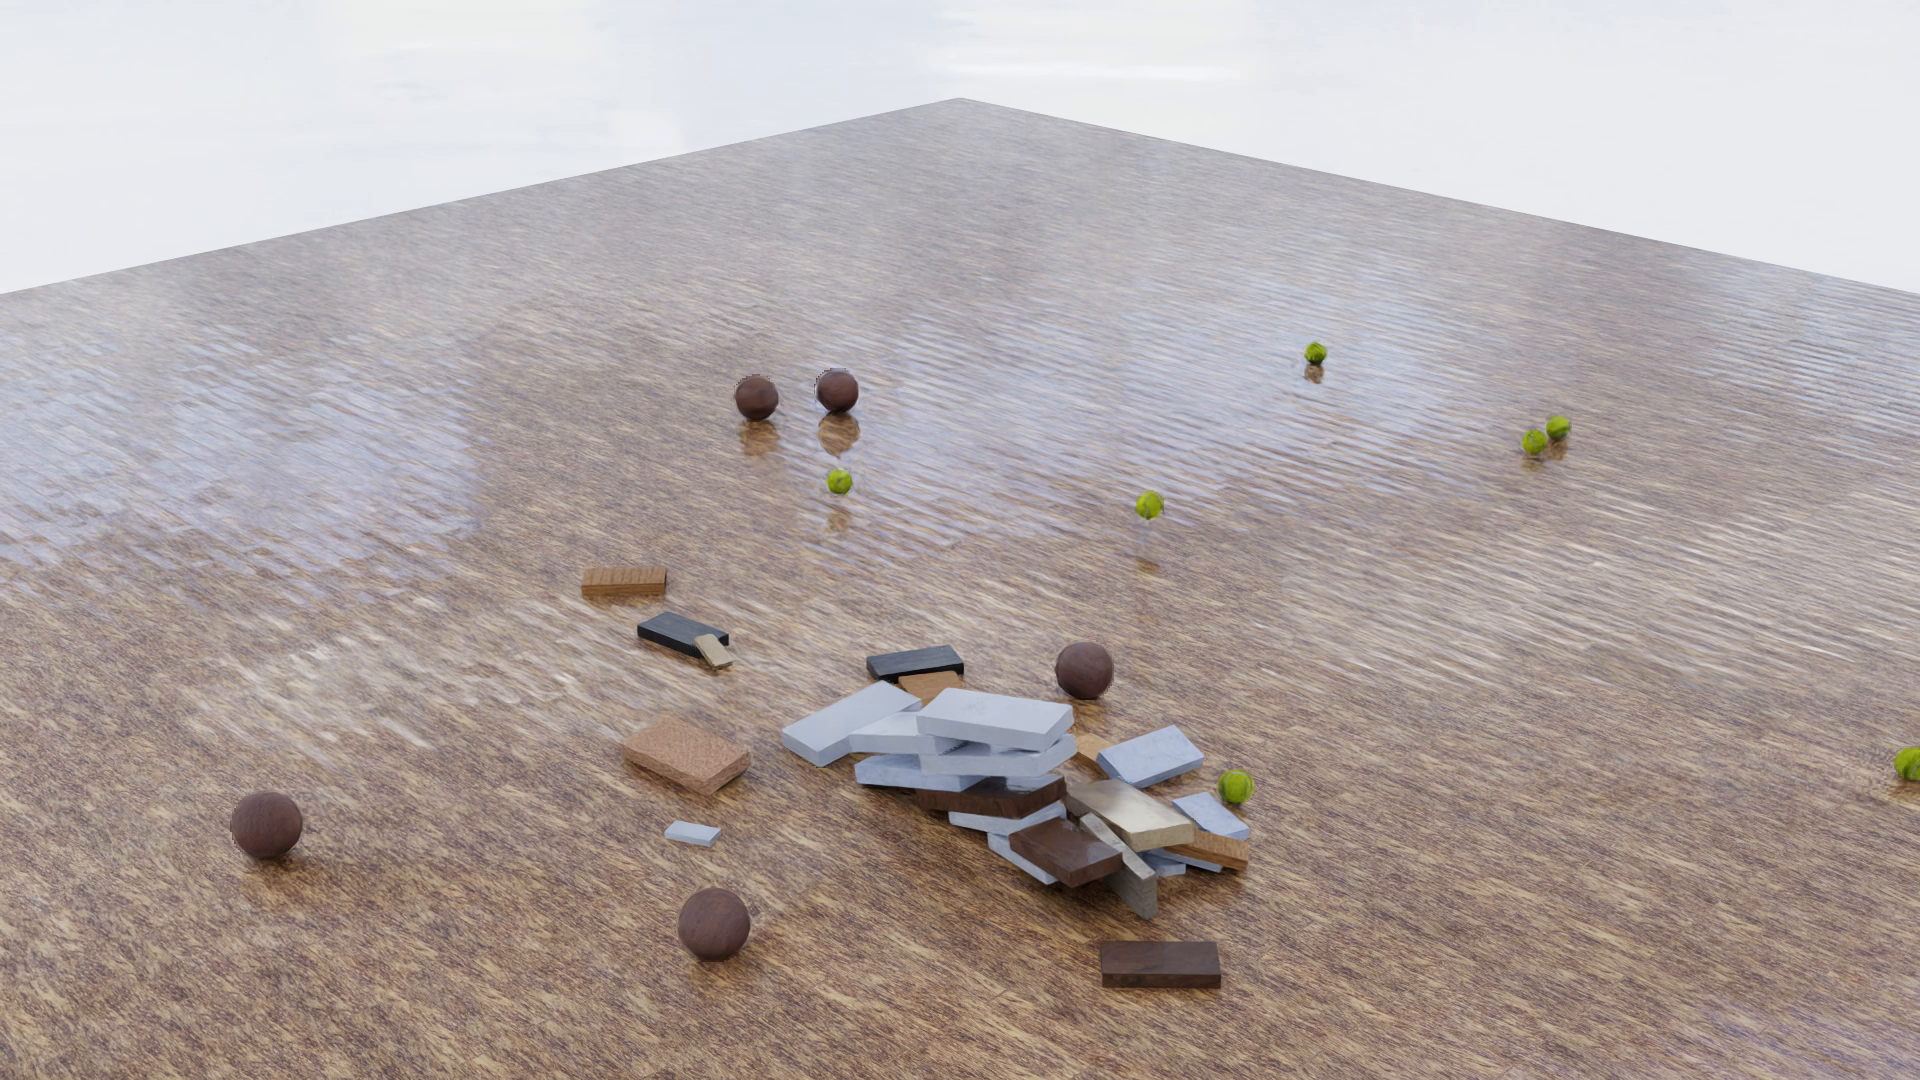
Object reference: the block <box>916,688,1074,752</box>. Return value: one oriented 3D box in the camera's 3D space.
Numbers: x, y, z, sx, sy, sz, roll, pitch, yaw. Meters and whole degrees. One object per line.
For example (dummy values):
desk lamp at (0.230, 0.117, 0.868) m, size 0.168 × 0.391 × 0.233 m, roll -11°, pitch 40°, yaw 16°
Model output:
block at (0.069, 0.355, 4.354) m, size 0.277 × 0.039 × 0.139 m, roll 6°, pitch 22°, yaw 25°

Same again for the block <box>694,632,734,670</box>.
block at (-0.570, 0.258, 5.090) m, size 0.050 × 0.014 × 0.100 m, roll -14°, pitch 47°, yaw -34°

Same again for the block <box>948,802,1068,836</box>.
block at (0.092, 0.543, 4.358) m, size 0.114 × 0.032 × 0.229 m, roll -19°, pitch 13°, yaw -37°

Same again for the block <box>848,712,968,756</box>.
block at (-0.088, 0.395, 4.495) m, size 0.139 × 0.039 × 0.277 m, roll -21°, pitch 10°, yaw -39°

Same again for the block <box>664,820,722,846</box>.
block at (-0.530, 0.583, 4.368) m, size 0.100 × 0.014 × 0.050 m, roll 8°, pitch 24°, yaw 19°

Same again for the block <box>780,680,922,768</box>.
block at (-0.232, 0.393, 4.736) m, size 0.277 × 0.039 × 0.139 m, roll -25°, pitch 30°, yaw -32°

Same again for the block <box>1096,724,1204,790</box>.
block at (0.398, 0.458, 4.598) m, size 0.209 × 0.030 × 0.104 m, roll -15°, pitch 46°, yaw -34°

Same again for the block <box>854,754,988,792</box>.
block at (-0.065, 0.464, 4.511) m, size 0.283 × 0.040 × 0.142 m, roll -1°, pitch 14°, yaw 41°

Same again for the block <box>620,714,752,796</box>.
block at (-0.578, 0.450, 4.628) m, size 0.259 × 0.037 × 0.130 m, roll 18°, pitch 38°, yaw 36°

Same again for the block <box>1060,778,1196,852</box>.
block at (0.323, 0.536, 4.311) m, size 0.130 × 0.037 × 0.400 m, roll -7°, pitch 8°, yaw -16°

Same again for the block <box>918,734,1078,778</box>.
block at (0.075, 0.424, 4.365) m, size 0.284 × 0.040 × 0.142 m, roll -3°, pitch 13°, yaw 37°

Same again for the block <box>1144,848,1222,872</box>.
block at (0.436, 0.600, 4.270) m, size 0.150 × 0.021 × 0.075 m, roll 15°, pitch 19°, yaw 4°

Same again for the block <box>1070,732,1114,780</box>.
block at (0.303, 0.459, 4.650) m, size 0.081 × 0.023 × 0.162 m, roll -18°, pitch 29°, yaw -36°

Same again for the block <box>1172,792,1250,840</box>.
block at (0.502, 0.560, 4.412) m, size 0.081 × 0.023 × 0.162 m, roll -11°, pitch 25°, yaw -24°

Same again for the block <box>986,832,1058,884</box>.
block at (0.158, 0.598, 4.251) m, size 0.114 × 0.032 × 0.229 m, roll -16°, pitch 18°, yaw -24°

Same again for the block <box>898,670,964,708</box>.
block at (-0.043, 0.367, 4.849) m, size 0.130 × 0.037 × 0.259 m, roll -6°, pitch 24°, yaw -13°

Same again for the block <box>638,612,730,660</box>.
block at (-0.655, 0.224, 5.196) m, size 0.203 × 0.029 × 0.101 m, roll 17°, pitch 28°, yaw 35°

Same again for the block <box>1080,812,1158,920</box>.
block at (0.298, 0.614, 4.144) m, size 0.030 × 0.104 × 0.209 m, roll -23°, pitch 37°, yaw -22°

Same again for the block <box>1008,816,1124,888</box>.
block at (0.198, 0.587, 4.148) m, size 0.114 × 0.032 × 0.229 m, roll -16°, pitch 18°, yaw -25°

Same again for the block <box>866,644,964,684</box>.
block at (-0.103, 0.288, 5.046) m, size 0.202 × 0.029 × 0.101 m, roll -8°, pitch 24°, yaw -17°

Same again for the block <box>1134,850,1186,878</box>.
block at (0.353, 0.626, 4.257) m, size 0.150 × 0.021 × 0.075 m, roll -6°, pitch 24°, yaw -13°

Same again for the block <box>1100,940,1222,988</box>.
block at (0.358, 0.759, 3.934) m, size 0.209 × 0.030 × 0.104 m, roll 0°, pitch 23°, yaw 1°

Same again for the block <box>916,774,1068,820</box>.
block at (0.061, 0.504, 4.399) m, size 0.283 × 0.040 × 0.142 m, roll 0°, pitch 15°, yaw 45°

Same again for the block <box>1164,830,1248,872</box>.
block at (0.475, 0.592, 4.252) m, size 0.162 × 0.023 × 0.081 m, roll 14°, pitch 19°, yaw 2°

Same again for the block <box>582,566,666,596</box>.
block at (-0.836, 0.102, 5.483) m, size 0.203 × 0.029 × 0.101 m, roll -1°, pitch 23°, yaw -3°
